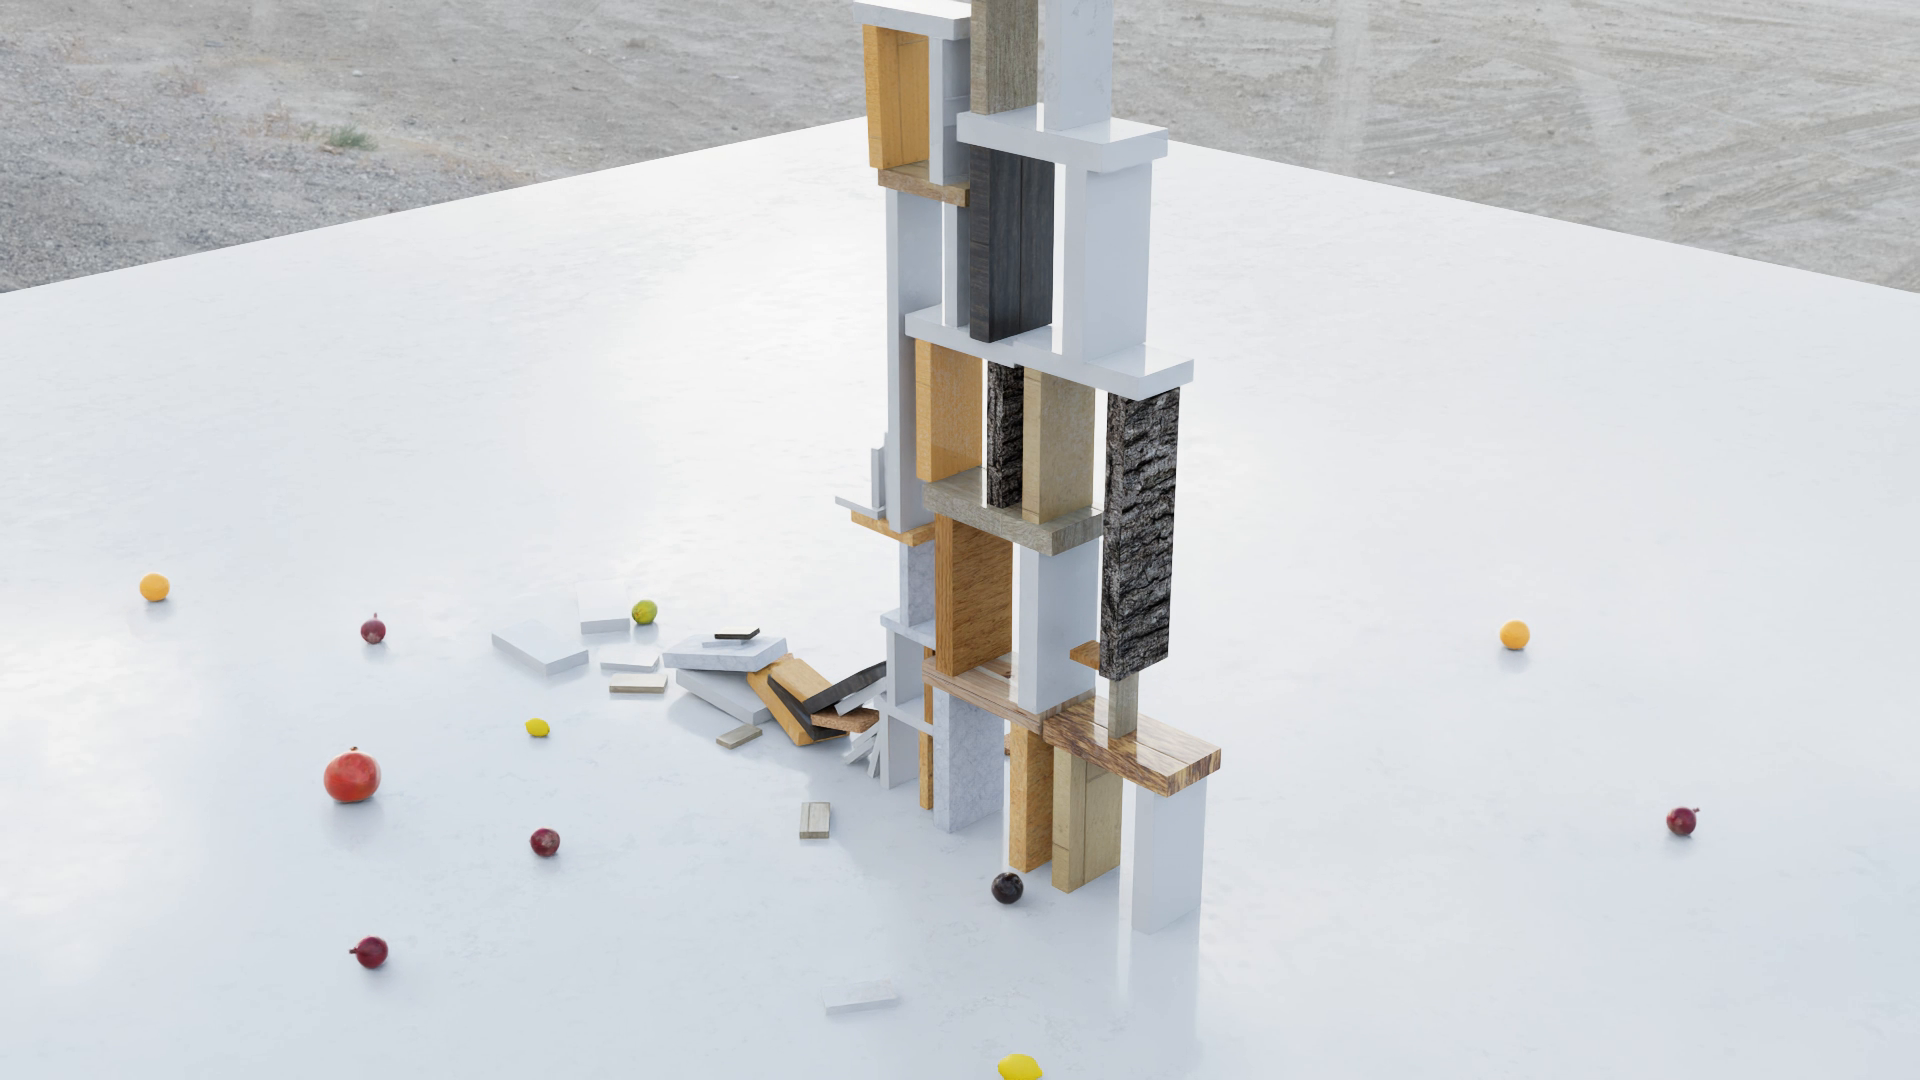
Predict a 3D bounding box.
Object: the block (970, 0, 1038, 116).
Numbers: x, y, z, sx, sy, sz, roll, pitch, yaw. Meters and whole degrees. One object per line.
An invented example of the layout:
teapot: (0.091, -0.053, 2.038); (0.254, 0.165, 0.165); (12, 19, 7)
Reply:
block: (0.077, -0.870, 3.777); (0.036, 0.257, 0.129); (21, 31, 41)

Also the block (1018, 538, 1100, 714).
block: (0.183, 0.144, 4.082); (0.165, 0.329, 0.047); (-21, 31, -41)

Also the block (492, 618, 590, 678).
block: (-0.980, 0.250, 5.130); (0.116, 0.033, 0.232); (-20, 30, -38)

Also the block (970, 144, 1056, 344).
block: (0.093, -0.538, 3.893); (0.047, 0.349, 0.167); (21, 31, 40)

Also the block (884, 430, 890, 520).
block: (-0.121, -0.132, 4.299); (0.018, 0.185, 0.062); (15, 27, 33)

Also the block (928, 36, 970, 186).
block: (0.007, -0.766, 3.888); (0.128, 0.257, 0.036); (-18, 29, -36)

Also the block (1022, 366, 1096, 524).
block: (0.178, -0.186, 3.947); (0.145, 0.290, 0.041); (-21, 31, -41)

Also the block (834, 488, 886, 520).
block: (-0.184, -0.073, 4.373); (0.124, 0.018, 0.062); (21, 31, 40)

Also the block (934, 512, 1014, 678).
block: (0.028, 0.083, 4.225); (0.047, 0.329, 0.165); (21, 31, 41)

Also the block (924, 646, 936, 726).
block: (-0.033, 0.277, 4.378); (0.084, 0.168, 0.024); (-21, 31, -40)

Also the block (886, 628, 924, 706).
block: (-0.110, 0.245, 4.451); (0.084, 0.168, 0.024); (-21, 31, -40)

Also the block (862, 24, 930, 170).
block: (-0.112, -0.815, 4.006); (0.128, 0.257, 0.036); (-21, 28, -40)

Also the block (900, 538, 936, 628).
block: (-0.077, 0.074, 4.347); (0.090, 0.181, 0.026); (-19, 30, -38)

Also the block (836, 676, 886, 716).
block: (-0.174, 0.314, 4.583); (0.090, 0.026, 0.192); (-21, -8, -40)

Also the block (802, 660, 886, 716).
block: (-0.220, 0.304, 4.624); (0.116, 0.033, 0.246); (-21, -6, -39)

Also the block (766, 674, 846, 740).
block: (-0.332, 0.355, 4.759); (0.079, 0.022, 0.224); (-10, 36, -30)

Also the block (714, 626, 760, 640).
block: (-0.500, 0.209, 4.935); (0.093, 0.013, 0.046); (-1, 17, 27)

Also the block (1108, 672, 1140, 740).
block: (0.299, 0.297, 4.020); (0.018, 0.125, 0.063); (21, 31, 41)

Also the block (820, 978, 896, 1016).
block: (-0.178, 0.800, 3.852); (0.125, 0.018, 0.063); (-5, 23, -11)

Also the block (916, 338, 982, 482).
block: (-0.019, -0.259, 4.137); (0.039, 0.276, 0.138); (21, 31, 41)

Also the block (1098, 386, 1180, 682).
block: (0.315, -0.019, 3.871); (0.041, 0.537, 0.145); (21, 31, 40)

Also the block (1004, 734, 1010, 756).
block: (0.128, 0.446, 4.688); (0.058, 0.016, 0.116); (-18, 29, -36)

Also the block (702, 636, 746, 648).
block: (-0.528, 0.226, 4.940); (0.093, 0.013, 0.046); (-4, 16, 16)

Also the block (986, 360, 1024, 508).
block: (0.111, -0.208, 4.017); (0.039, 0.276, 0.138); (21, 31, 40)

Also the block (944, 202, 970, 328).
block: (0.023, -0.508, 3.981); (0.032, 0.226, 0.113); (21, 31, 40)

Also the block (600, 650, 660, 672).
block: (-0.761, 0.281, 5.076); (0.123, 0.017, 0.062); (4, 23, 9)

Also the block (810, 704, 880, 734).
block: (-0.234, 0.376, 4.643); (0.079, 0.022, 0.158); (-21, 17, -40)

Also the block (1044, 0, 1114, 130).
block: (0.198, -0.822, 3.665); (0.036, 0.257, 0.129); (21, 31, 41)

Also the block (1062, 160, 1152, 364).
block: (0.250, -0.483, 3.745); (0.047, 0.334, 0.167); (21, 31, 40)

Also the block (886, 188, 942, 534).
block: (-0.085, -0.343, 4.167); (0.113, 0.676, 0.032); (-21, 31, -40)

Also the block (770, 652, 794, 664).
block: (-0.407, 0.293, 5.049); (0.058, 0.016, 0.117); (-4, 23, -9)
